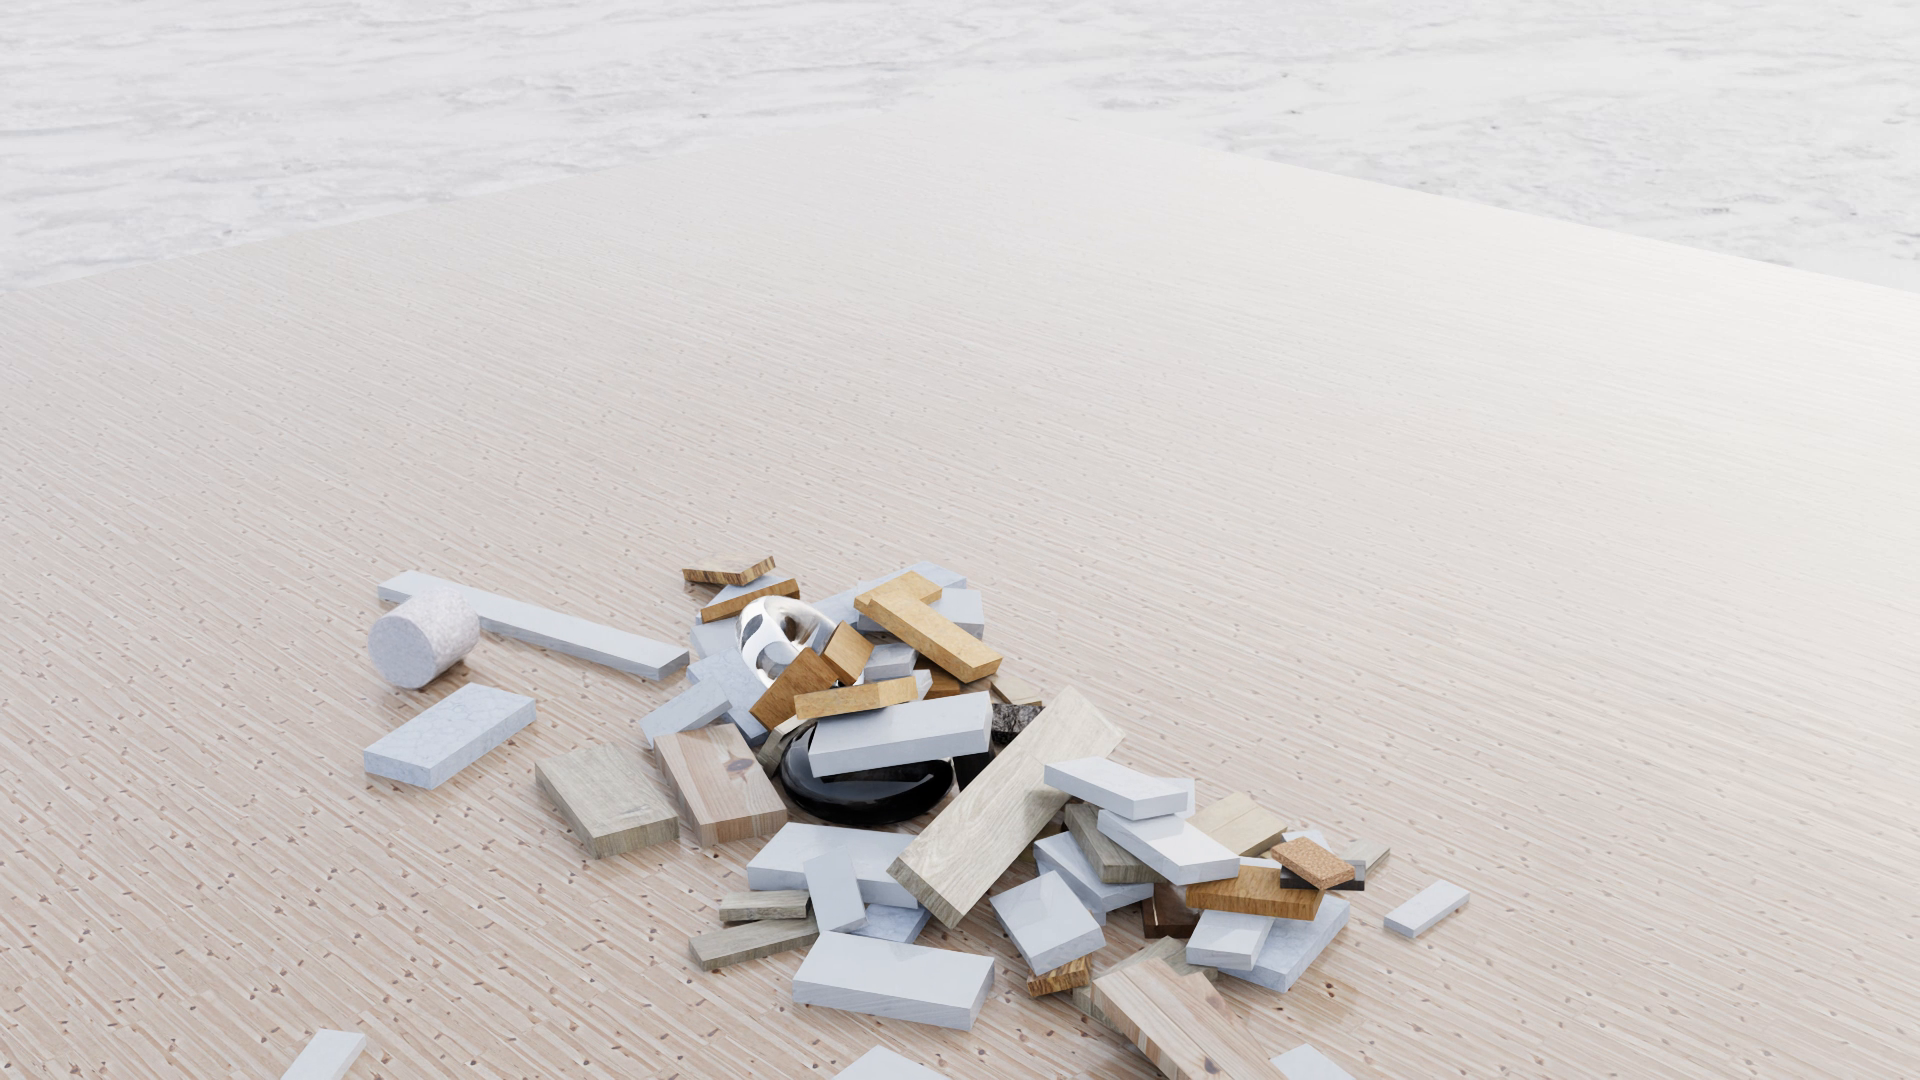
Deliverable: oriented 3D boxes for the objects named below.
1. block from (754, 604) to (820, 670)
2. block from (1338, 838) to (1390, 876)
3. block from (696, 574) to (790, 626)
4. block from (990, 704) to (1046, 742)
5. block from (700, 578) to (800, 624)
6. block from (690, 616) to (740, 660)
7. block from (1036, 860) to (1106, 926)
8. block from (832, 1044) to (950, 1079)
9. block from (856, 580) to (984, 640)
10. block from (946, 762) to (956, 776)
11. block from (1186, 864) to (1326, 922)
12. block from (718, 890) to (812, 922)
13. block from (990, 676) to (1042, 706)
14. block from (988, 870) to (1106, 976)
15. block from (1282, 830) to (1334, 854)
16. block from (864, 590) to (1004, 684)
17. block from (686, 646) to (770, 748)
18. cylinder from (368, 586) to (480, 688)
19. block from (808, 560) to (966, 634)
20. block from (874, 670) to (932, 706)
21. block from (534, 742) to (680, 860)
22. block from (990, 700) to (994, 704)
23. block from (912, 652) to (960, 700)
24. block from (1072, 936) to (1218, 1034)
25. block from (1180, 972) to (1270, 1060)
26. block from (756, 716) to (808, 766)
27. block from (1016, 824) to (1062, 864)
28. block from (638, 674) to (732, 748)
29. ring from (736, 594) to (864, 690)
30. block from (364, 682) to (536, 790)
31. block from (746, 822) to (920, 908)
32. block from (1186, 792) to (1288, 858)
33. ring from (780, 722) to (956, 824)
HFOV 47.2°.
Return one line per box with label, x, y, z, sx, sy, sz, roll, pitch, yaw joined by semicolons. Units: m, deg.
block;-0.453;0.243;5.036;0.139;0.039;0.277;12;42;25
block;0.776;0.622;4.272;0.065;0.018;0.131;16;28;33
block;-0.522;0.157;5.340;0.139;0.039;0.277;7;24;16
block;0.131;0.396;4.741;0.201;0.028;0.100;4;32;-2
block;-0.478;0.158;5.025;0.226;0.113;0.032;-19;68;-11
block;-0.484;0.288;4.899;0.139;0.039;0.277;-13;49;-26
block;0.208;0.663;4.160;0.103;0.029;0.206;-2;23;-6
block;-0.059;0.925;3.523;0.322;0.046;0.161;17;28;34
block;-0.096;0.166;5.241;0.297;0.042;0.148;5;31;-7
block;0.021;0.469;4.636;0.056;0.016;0.112;12;26;25
block;0.542;0.640;4.020;0.234;0.033;0.117;3;22;20
block;-0.360;0.679;4.092;0.162;0.023;0.081;-4;12;6
block;0.125;0.345;4.923;0.066;0.019;0.132;-9;25;-21
block;0.156;0.691;3.982;0.136;0.039;0.272;-22;18;-9
block;0.680;0.610;4.248;0.075;0.021;0.150;-4;23;-10
block;-0.060;0.218;5.026;0.297;0.042;0.148;33;21;21
block;-0.477;0.341;4.787;0.121;0.034;0.243;-24;54;-34
cylinder;-1.220;0.221;5.012;0.179;0.179;0.179;9;25;20
block;-0.255;0.175;5.295;0.613;0.042;0.149;-21;31;-40
block;-0.158;0.362;4.802;0.121;0.034;0.243;-4;26;22
block;-0.719;0.524;4.461;0.177;0.050;0.354;-12;26;-26
block;0.040;0.395;4.782;0.066;0.019;0.132;0;32;1
block;-0.073;0.303;5.002;0.121;0.034;0.243;-2;23;-5
block;0.328;0.782;3.874;0.243;0.034;0.121;-20;30;-38
block;0.415;0.827;3.724;0.114;0.032;0.228;-8;32;-24
block;-0.363;0.413;4.637;0.025;0.088;0.175;37;23;11
block;0.083;0.582;4.350;0.210;0.030;0.105;11;25;23
block;-0.589;0.373;4.715;0.189;0.027;0.095;-32;43;-6
ring;-0.355;0.252;4.885;0.322;0.107;0.322;32;24;-16
block;-1.089;0.416;4.716;0.177;0.050;0.354;11;25;25
block;-0.208;0.617;4.189;0.352;0.050;0.176;3;23;23
block;0.515;0.577;4.290;0.127;0.036;0.255;34;34;30
ring;-0.187;0.465;4.511;0.369;0.123;0.369;-1;22;0
